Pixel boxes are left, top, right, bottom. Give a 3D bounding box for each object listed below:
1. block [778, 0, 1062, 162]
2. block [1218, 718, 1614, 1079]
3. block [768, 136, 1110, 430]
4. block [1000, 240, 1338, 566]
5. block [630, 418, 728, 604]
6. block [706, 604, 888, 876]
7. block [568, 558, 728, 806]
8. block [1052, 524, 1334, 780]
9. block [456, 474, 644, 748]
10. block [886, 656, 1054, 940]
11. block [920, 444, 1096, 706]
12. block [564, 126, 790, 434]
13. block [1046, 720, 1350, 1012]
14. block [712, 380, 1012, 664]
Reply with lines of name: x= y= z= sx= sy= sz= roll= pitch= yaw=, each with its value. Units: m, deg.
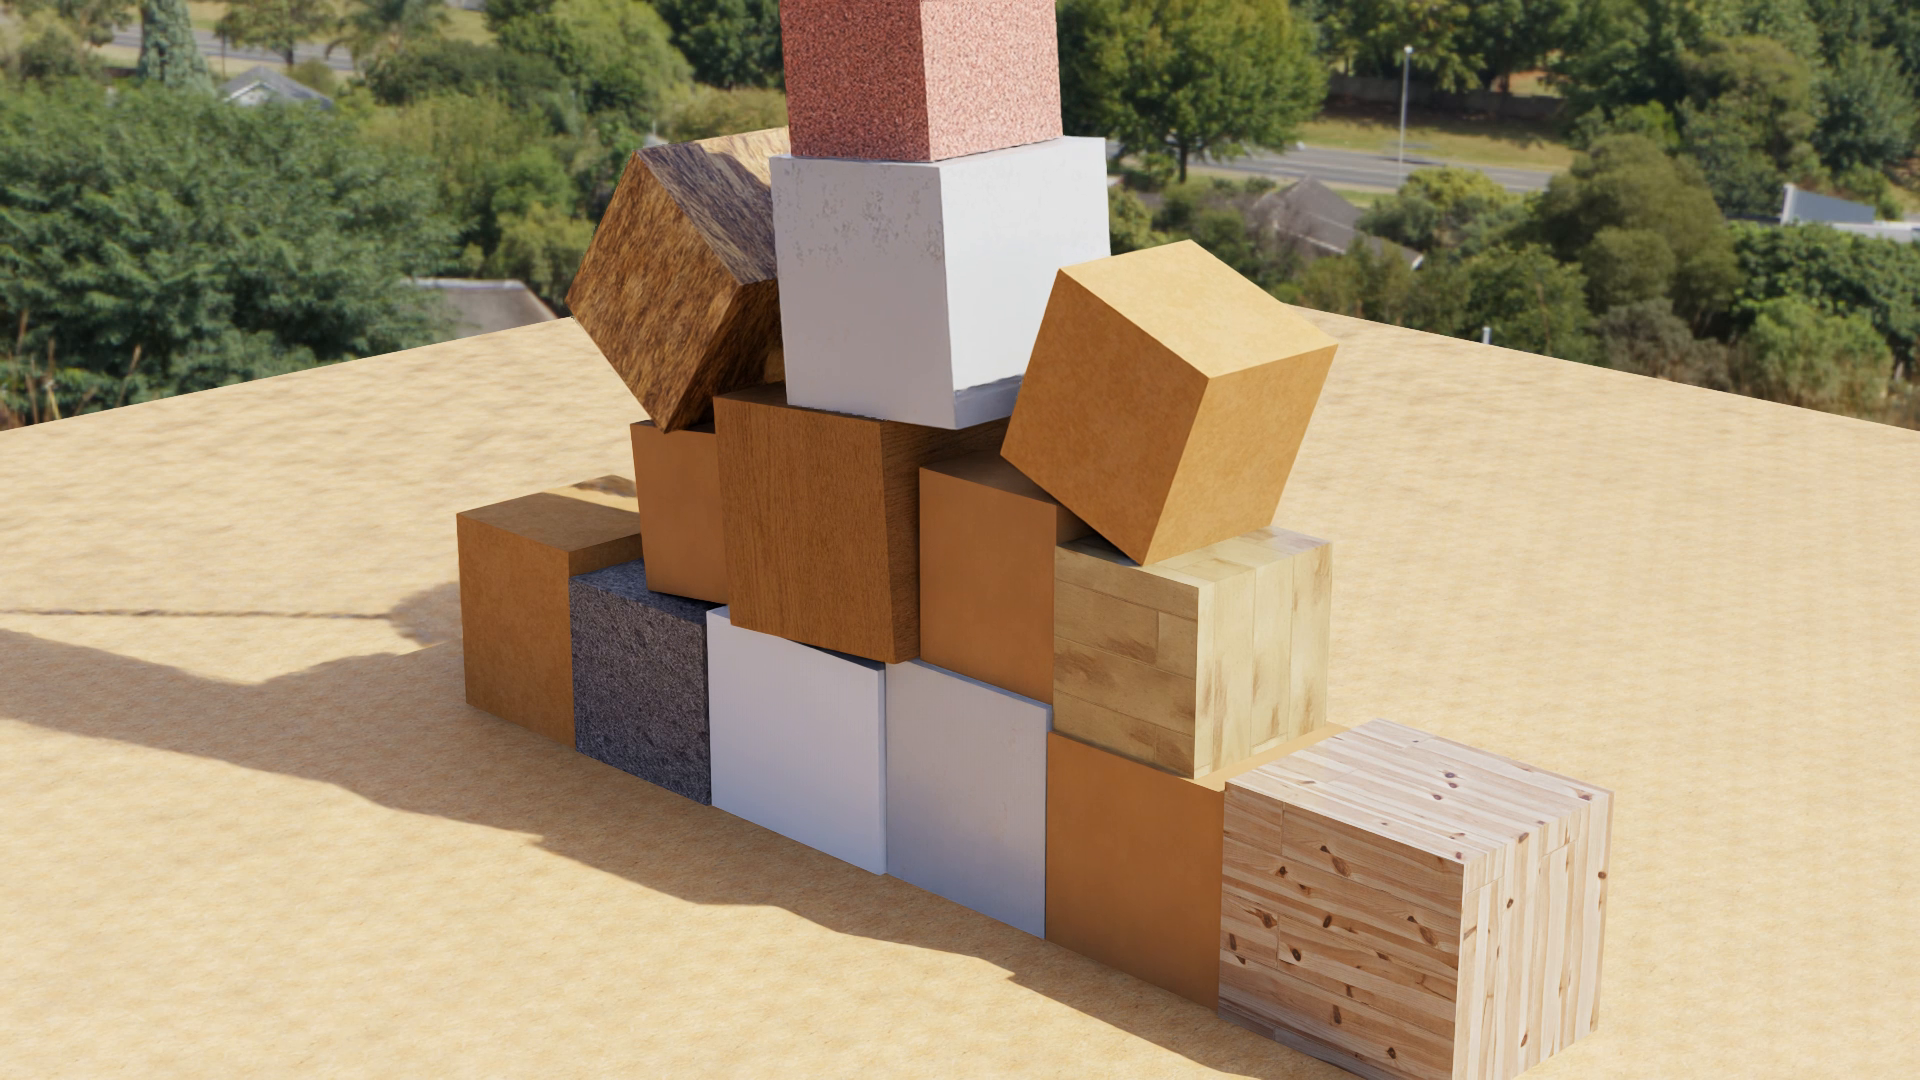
block: x=-0.175 y=-2.171 z=12.797 sx=0.841 sy=0.907 sz=0.854 roll=9 pitch=18 yaw=42
block: x=1.835 y=1.484 z=11.875 sx=1.015 sy=1.048 sz=1.167 roll=-17 pitch=24 yaw=-42
block: x=-0.071 y=-1.184 z=13.019 sx=1.008 sy=1.117 sz=1.086 roll=-16 pitch=19 yaw=-42
block: x=0.865 y=-0.586 z=12.256 sx=0.822 sy=0.918 sz=0.876 roll=-17 pitch=45 yaw=-42
block: x=-1.014 y=-0.198 z=14.339 sx=0.759 sy=0.836 sz=0.837 roll=-17 pitch=18 yaw=-43
block: x=-0.410 y=0.826 z=14.056 sx=1.067 sy=0.996 sz=1.183 roll=-17 pitch=24 yaw=-42
block: x=-1.210 y=0.626 z=14.807 sx=1.082 sy=0.927 sz=1.029 roll=-17 pitch=24 yaw=-42
block: x=0.983 y=0.410 z=12.419 sx=0.868 sy=0.827 sz=0.791 roll=-17 pitch=24 yaw=-42
block: x=-1.924 y=0.354 z=15.455 sx=1.034 sy=1.056 sz=0.948 roll=-17 pitch=24 yaw=-42
block: x=0.366 y=1.022 z=13.305 sx=0.991 sy=1.072 sz=0.990 roll=-17 pitch=24 yaw=-42
block: x=0.410 y=0.107 z=12.935 sx=0.841 sy=0.895 sz=0.819 roll=-17 pitch=24 yaw=-42
block: x=-1.123 y=-1.260 z=14.110 sx=0.964 sy=1.003 sz=0.901 roll=-17 pitch=60 yaw=-42
block: x=1.063 y=1.287 z=12.627 sx=0.945 sy=0.972 sz=1.002 roll=-17 pitch=24 yaw=-42
block: x=-0.319 y=-0.172 z=13.601 sx=1.111 sy=1.094 sz=1.122 roll=-17 pitch=19 yaw=-42
